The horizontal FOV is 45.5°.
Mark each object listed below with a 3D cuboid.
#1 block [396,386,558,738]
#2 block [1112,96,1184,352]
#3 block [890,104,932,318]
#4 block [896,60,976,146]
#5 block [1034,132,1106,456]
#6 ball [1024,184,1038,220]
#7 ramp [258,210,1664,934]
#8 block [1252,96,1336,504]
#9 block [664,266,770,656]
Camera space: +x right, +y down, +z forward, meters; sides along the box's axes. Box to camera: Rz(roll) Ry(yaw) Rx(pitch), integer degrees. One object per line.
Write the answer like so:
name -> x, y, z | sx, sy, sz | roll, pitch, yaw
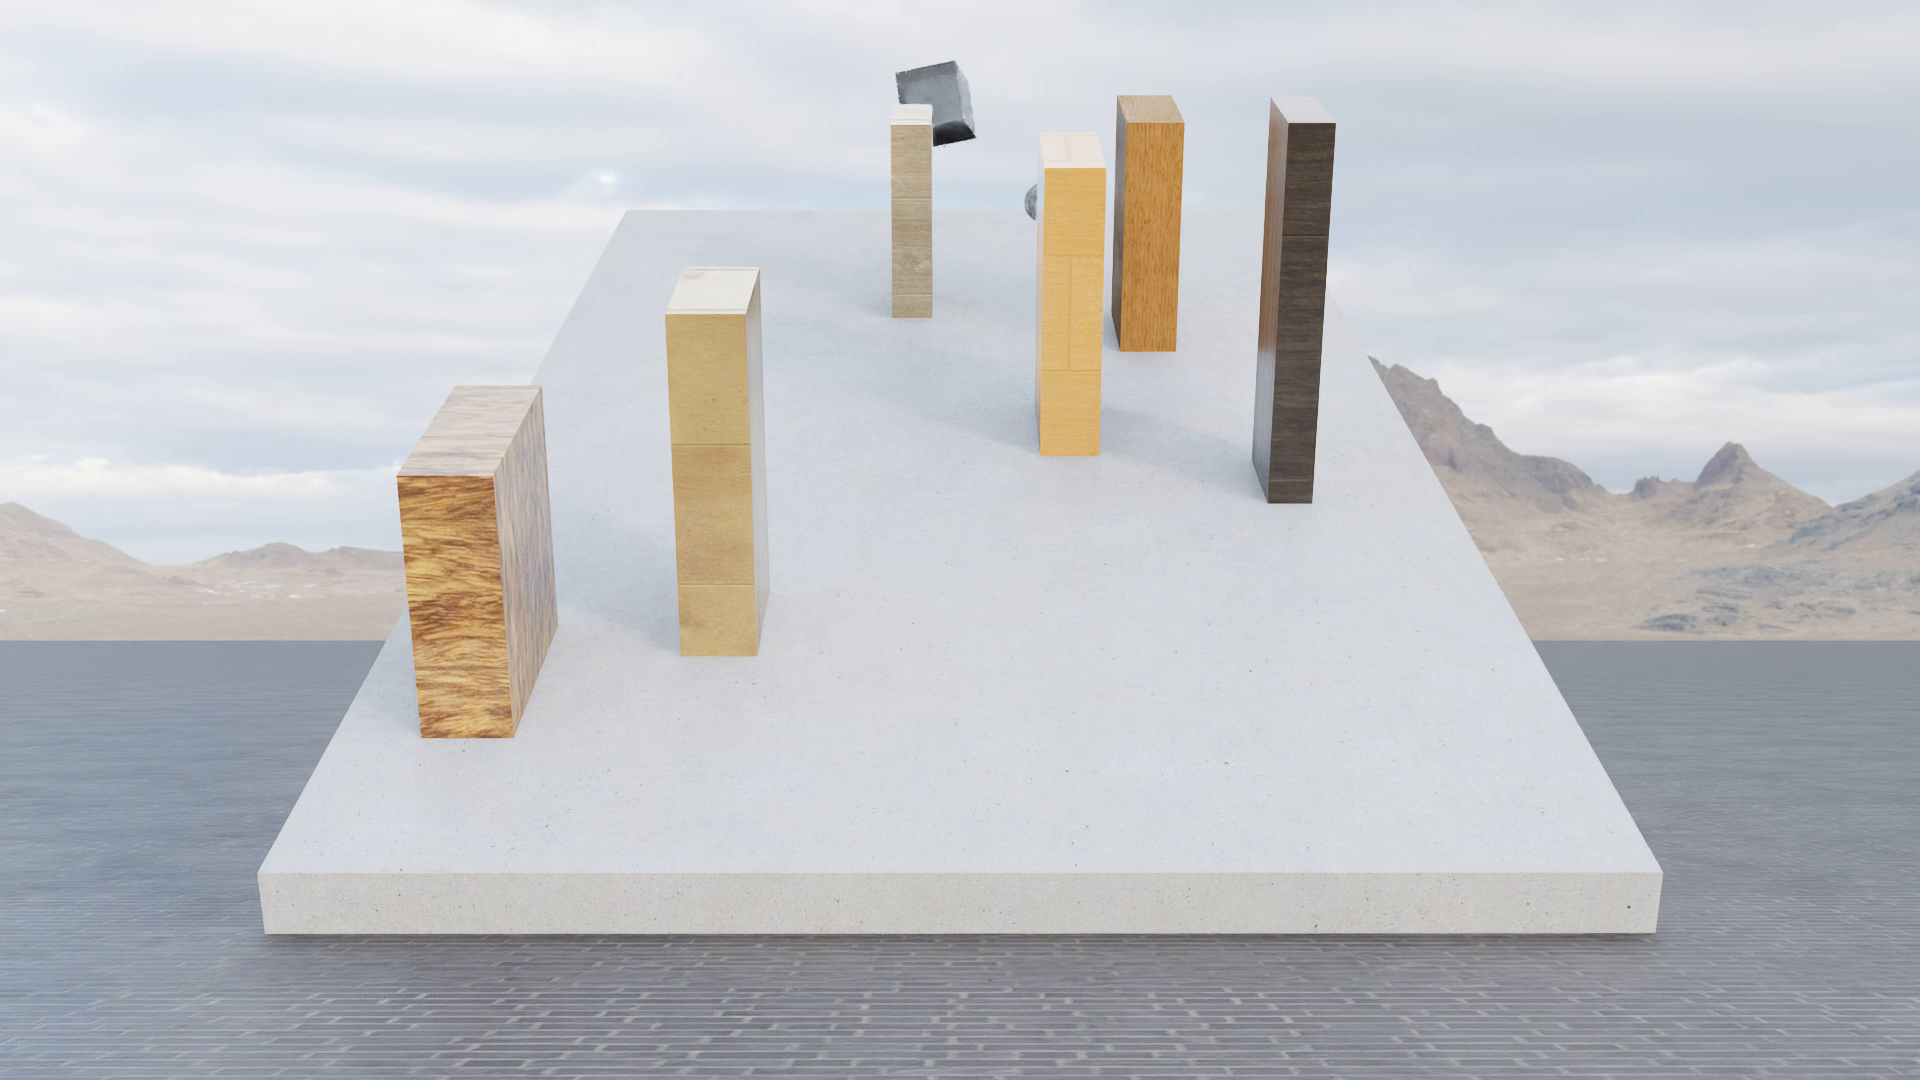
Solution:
block -> -0.785, 0.026, 3.777 | 0.147, 0.446, 0.448 | 0, 22, 0
block -> 0.460, -0.786, 5.667 | 0.136, 0.563, 0.342 | 0, 22, 0
block -> -0.123, -0.850, 5.914 | 0.102, 0.498, 0.267 | 0, 22, 0
block -> -0.069, -1.258, 6.637 | 0.178, 0.178, 0.178 | -10, -10, 11
block -> 0.234, -0.536, 4.956 | 0.126, 0.623, 0.361 | 0, 22, 0
ball -> 0.247, -0.984, 6.676 | 0.119, 0.119, 0.119 | 0, -2, 0
ramp -> -0.006, -0.219, 5.136 | 2.000, 0.100, 4.000 | 0, 22, 0
block -> 0.668, -0.481, 4.617 | 0.091, 0.774, 0.261 | 0, 22, 0
block -> -0.415, -0.138, 3.969 | 0.131, 0.610, 0.295 | 0, 22, 0
